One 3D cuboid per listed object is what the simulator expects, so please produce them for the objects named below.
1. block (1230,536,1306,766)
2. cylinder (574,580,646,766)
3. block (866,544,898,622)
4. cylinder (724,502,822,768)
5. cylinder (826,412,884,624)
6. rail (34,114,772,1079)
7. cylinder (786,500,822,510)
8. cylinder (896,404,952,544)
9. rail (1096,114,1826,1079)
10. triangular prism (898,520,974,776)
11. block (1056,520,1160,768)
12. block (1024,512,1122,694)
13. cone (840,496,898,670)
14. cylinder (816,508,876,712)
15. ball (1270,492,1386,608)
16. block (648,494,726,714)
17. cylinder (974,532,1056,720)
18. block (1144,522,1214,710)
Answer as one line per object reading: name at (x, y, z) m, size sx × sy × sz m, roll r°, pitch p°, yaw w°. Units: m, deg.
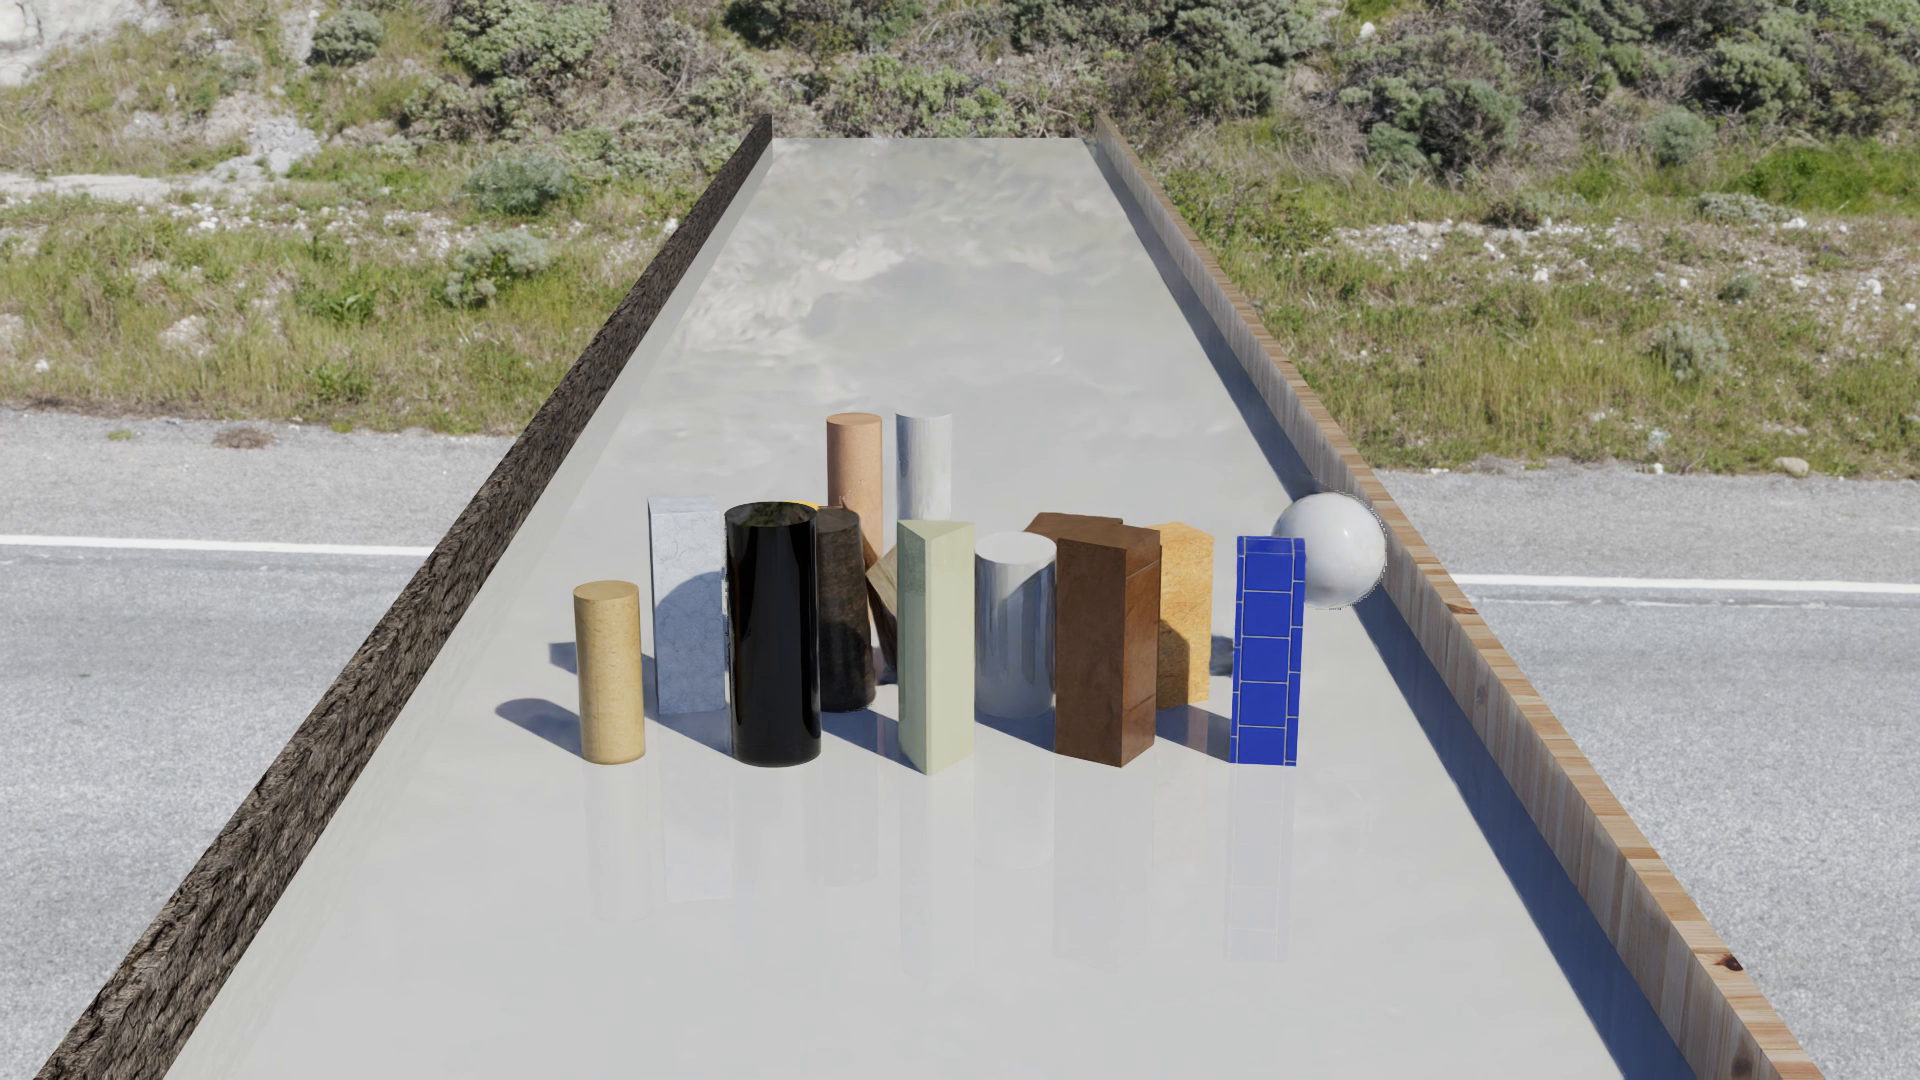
block at (0.543, 0.196, 3.890) m, size 0.117 × 0.386 × 0.117 m, roll 2°, pitch 17°, yaw 7°
cylinder at (-0.621, 0.235, 3.899) m, size 0.114 × 0.307 × 0.114 m, roll 0°, pitch 17°, yaw 0°
block at (-0.016, 0.118, 4.230) m, size 0.131 × 0.131 × 0.353 m, roll 54°, pitch 12°, yaw 32°
cylinder at (-0.329, 0.166, 3.890) m, size 0.162 × 0.443 × 0.162 m, roll 0°, pitch 17°, yaw 0°
cylinder at (-0.219, -0.044, 4.617) m, size 0.115 × 0.432 × 0.115 m, roll 0°, pitch 17°, yaw 0°
rail at (-1.118, -0.838, 7.780) m, size 0.050 × 0.150 × 12.000 m, roll 0°, pitch 17°, yaw -1°
cylinder at (-0.335, 0.089, 4.382) m, size 0.131 × 0.311 × 0.131 m, roll 0°, pitch 17°, yaw 0°
cylinder at (-0.080, -0.097, 4.875) m, size 0.124 × 0.386 × 0.124 m, roll 0°, pitch 17°, yaw 0°
rail at (0.932, -0.844, 7.801) m, size 0.050 × 0.150 × 12.000 m, roll 0°, pitch 17°, yaw -1°
triangular prism at (-0.062, 0.181, 3.864) m, size 0.116 × 0.430 × 0.134 m, roll 12°, pitch 20°, yaw 34°
block at (0.262, 0.183, 3.905) m, size 0.133 × 0.403 × 0.133 m, roll 10°, pitch 19°, yaw 30°
block at (0.214, 0.124, 4.248) m, size 0.165 × 0.310 × 0.165 m, roll 5°, pitch 21°, yaw 17°
cone at (-0.164, 0.071, 4.247) m, size 0.101 × 0.428 × 0.101 m, roll -12°, pitch 41°, yaw 11°
cylinder at (-0.241, 0.132, 4.135) m, size 0.137 × 0.358 × 0.137 m, roll -4°, pitch 20°, yaw 1°
ball at (0.696, 0.020, 4.172) m, size 0.220 × 0.220 × 0.220 m, roll 0°, pitch 17°, yaw 0°
block at (-0.515, 0.120, 4.142) m, size 0.125 × 0.389 × 0.125 m, roll -3°, pitch 17°, yaw -10°
cylinder at (0.101, 0.159, 4.113) m, size 0.155 × 0.315 × 0.155 m, roll 0°, pitch 23°, yaw 0°
block at (0.395, 0.143, 4.175) m, size 0.118 × 0.325 × 0.118 m, roll -9°, pitch 19°, yaw -28°
